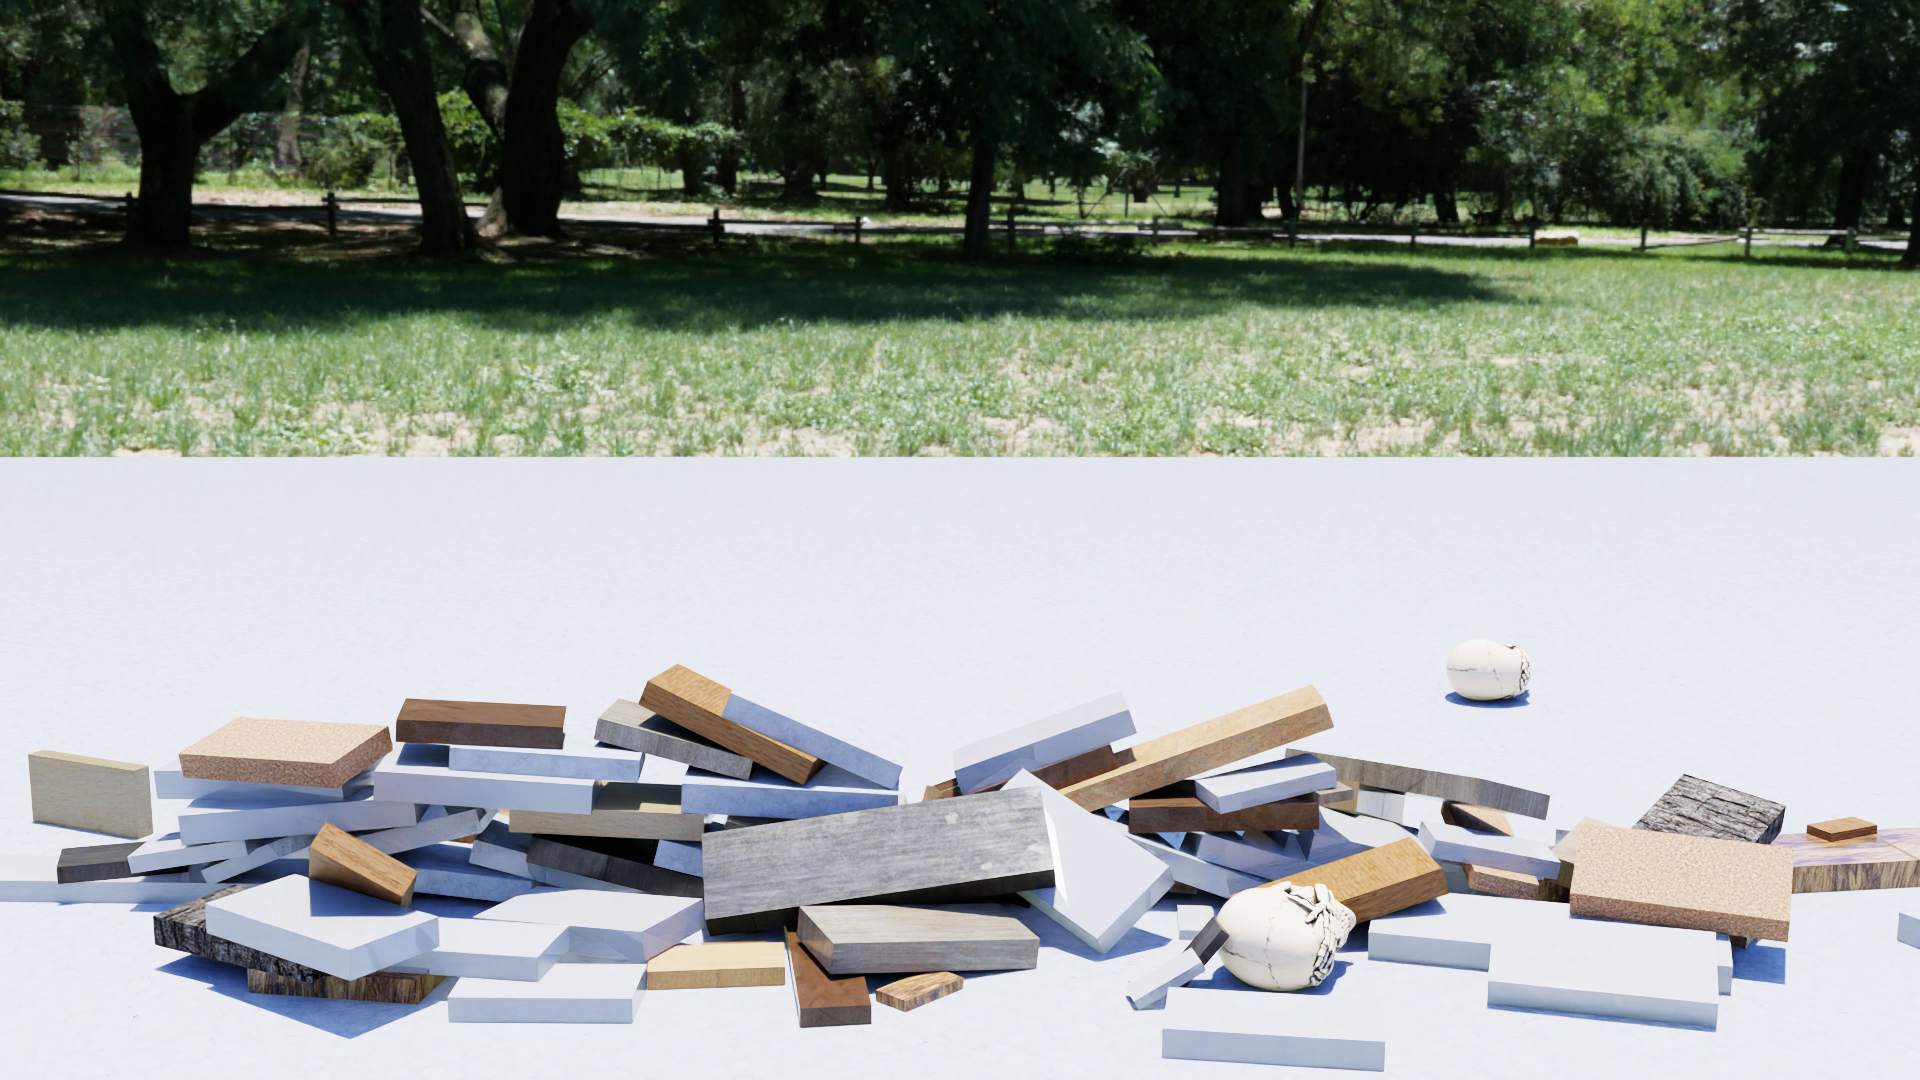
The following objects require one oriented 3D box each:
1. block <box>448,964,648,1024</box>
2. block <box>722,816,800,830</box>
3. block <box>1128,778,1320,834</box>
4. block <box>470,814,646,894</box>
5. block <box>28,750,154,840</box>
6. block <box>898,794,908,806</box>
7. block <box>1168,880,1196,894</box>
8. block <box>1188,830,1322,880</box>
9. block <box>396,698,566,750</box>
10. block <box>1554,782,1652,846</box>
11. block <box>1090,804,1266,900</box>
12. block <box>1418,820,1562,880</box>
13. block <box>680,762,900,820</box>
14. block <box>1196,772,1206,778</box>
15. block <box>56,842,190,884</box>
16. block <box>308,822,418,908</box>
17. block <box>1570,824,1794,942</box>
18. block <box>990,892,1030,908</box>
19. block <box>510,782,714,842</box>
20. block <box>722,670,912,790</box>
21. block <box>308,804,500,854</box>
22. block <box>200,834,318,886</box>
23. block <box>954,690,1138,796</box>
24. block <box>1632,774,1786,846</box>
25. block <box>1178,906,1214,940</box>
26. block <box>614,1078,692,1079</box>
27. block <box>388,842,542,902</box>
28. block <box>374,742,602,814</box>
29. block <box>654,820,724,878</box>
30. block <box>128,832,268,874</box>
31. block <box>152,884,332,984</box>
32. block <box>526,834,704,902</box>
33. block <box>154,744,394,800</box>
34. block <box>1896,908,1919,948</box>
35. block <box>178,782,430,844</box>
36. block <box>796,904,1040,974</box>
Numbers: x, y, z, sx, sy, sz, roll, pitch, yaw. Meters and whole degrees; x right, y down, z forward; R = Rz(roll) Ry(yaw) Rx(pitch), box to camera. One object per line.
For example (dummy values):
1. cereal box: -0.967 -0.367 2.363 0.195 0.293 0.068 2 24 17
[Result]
1. block: -0.597 0.658 3.199 0.264 0.037 0.132 0 11 1
2. block: -0.221 0.511 3.650 0.349 0.049 0.175 17 10 -5
3. block: 0.434 0.439 3.654 0.307 0.043 0.153 -2 10 4
4. block: -0.658 0.533 3.666 0.286 0.041 0.143 15 11 -1
5. block: -1.584 0.462 4.006 0.256 0.128 0.036 5 12 24
6. block: -0.121 0.492 3.814 0.081 0.162 0.023 -2 53 11
7. block: 0.311 0.556 3.664 0.163 0.023 0.081 6 11 1
8. block: 0.539 0.527 3.661 0.307 0.043 0.153 16 10 -2
9. block: -0.782 0.301 3.604 0.264 0.037 0.132 4 10 -8
10. block: 1.170 0.509 3.990 0.150 0.043 0.301 4 11 19
11. block: 0.352 0.518 3.651 0.307 0.043 0.153 19 10 0
12. block: 0.855 0.501 3.557 0.206 0.029 0.103 11 10 -3
13. block: -0.276 0.410 3.635 0.349 0.049 0.175 3 10 -1
14. block: 0.449 0.478 4.105 0.017 0.061 0.122 1 11 6
15. block: -1.398 0.536 3.682 0.203 0.029 0.101 -3 11 -17
16. block: -0.907 0.519 3.330 0.152 0.043 0.303 30 -27 -4
17. block: 1.113 0.526 3.391 0.317 0.045 0.158 5 37 20
18. block: -0.049 0.512 3.663 0.349 0.049 0.175 17 10 -5
19. block: -0.570 0.443 3.629 0.315 0.045 0.157 3 10 0
20. block: -0.234 0.312 3.638 0.304 0.043 0.152 23 12 -1
21. block: -0.913 0.473 3.635 0.286 0.041 0.143 -14 11 5
22. block: -1.142 0.507 3.639 0.203 0.029 0.101 -21 10 3
23. block: 0.142 0.344 3.741 0.310 0.044 0.155 -20 7 2
24. block: 1.200 0.492 3.584 0.174 0.049 0.347 17 27 33
25. block: 0.377 0.611 3.512 0.057 0.016 0.113 1 11 4
26. block: -0.403 0.739 2.789 0.102 0.029 0.203 0 11 0
27. block: -0.844 0.547 3.659 0.286 0.041 0.143 7 11 -2
28. block: -0.764 0.387 3.588 0.344 0.049 0.172 4 10 -4
29. block: -0.341 0.531 3.645 0.315 0.045 0.158 15 10 -4
30. block: -1.247 0.502 3.614 0.203 0.029 0.101 -9 12 7
31. block: -1.040 0.593 3.325 0.324 0.046 0.162 6 12 28
32. block: -0.546 0.524 3.640 0.315 0.045 0.158 15 11 -4
33. block: -1.139 0.383 3.662 0.344 0.049 0.172 -1 11 15
34. block: 1.657 0.606 3.457 0.330 0.047 0.165 -6 12 -27
35. block: -1.068 0.436 3.618 0.377 0.049 0.172 -5 11 -1
36. block: -0.065 0.605 3.350 0.331 0.047 0.166 3 9 -22
